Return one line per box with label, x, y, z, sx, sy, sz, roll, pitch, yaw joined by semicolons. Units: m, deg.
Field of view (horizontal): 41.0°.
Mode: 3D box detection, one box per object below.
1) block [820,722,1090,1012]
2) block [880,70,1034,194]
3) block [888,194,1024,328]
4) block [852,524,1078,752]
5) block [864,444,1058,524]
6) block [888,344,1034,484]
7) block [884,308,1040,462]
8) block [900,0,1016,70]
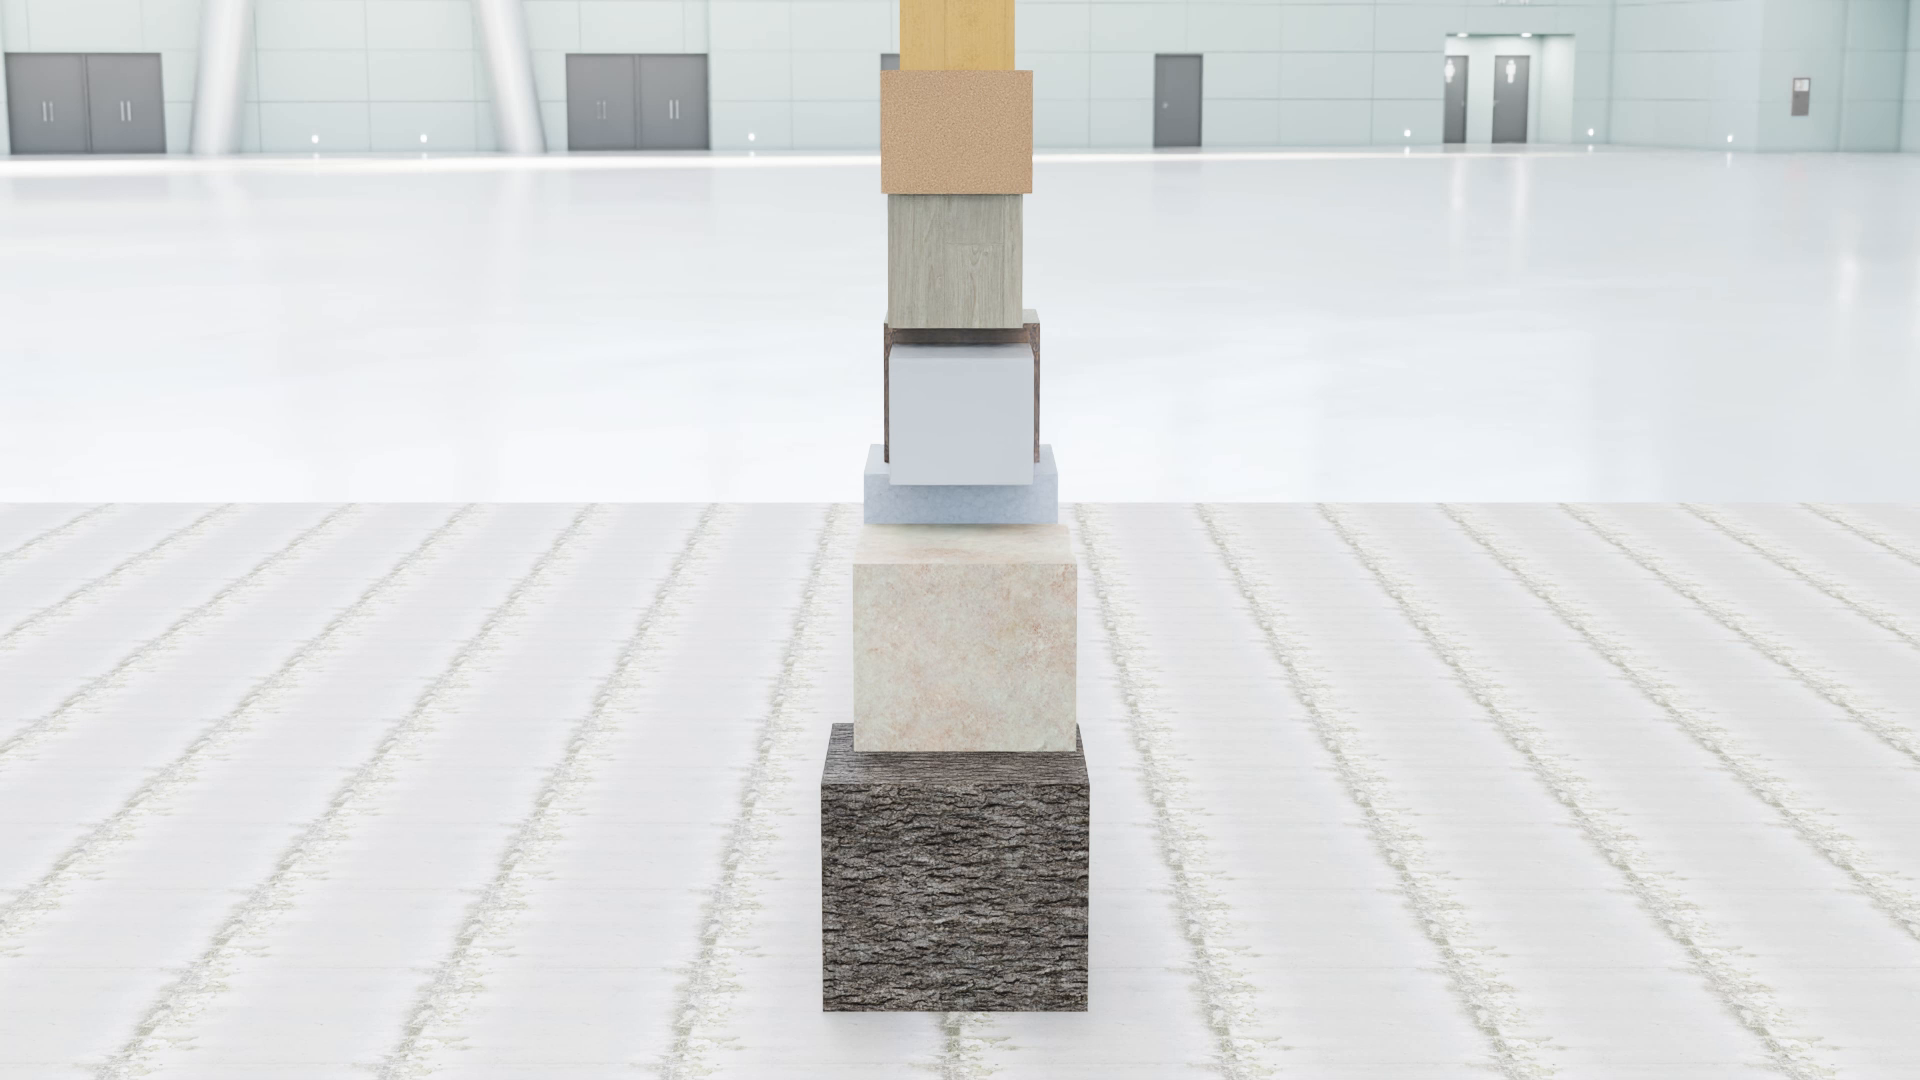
block;-0.018;1.268;10.099;1.004;0.892;0.917;0;10;0
block;-0.013;-1.734;10.860;0.626;0.503;0.585;0;10;0
block;-0.020;-1.210;10.957;0.564;0.561;0.500;0;10;0
block;0.020;0.378;10.415;0.868;0.745;0.915;0;10;0
block;0.004;0.100;11.287;0.819;0.928;0.887;0;10;0
block;0.006;-0.534;10.732;0.588;0.519;0.587;0;10;0
block;0.008;-0.692;11.355;0.672;0.603;0.676;0;10;0
block;-0.011;-2.237;10.768;0.475;0.520;0.476;0;10;0
